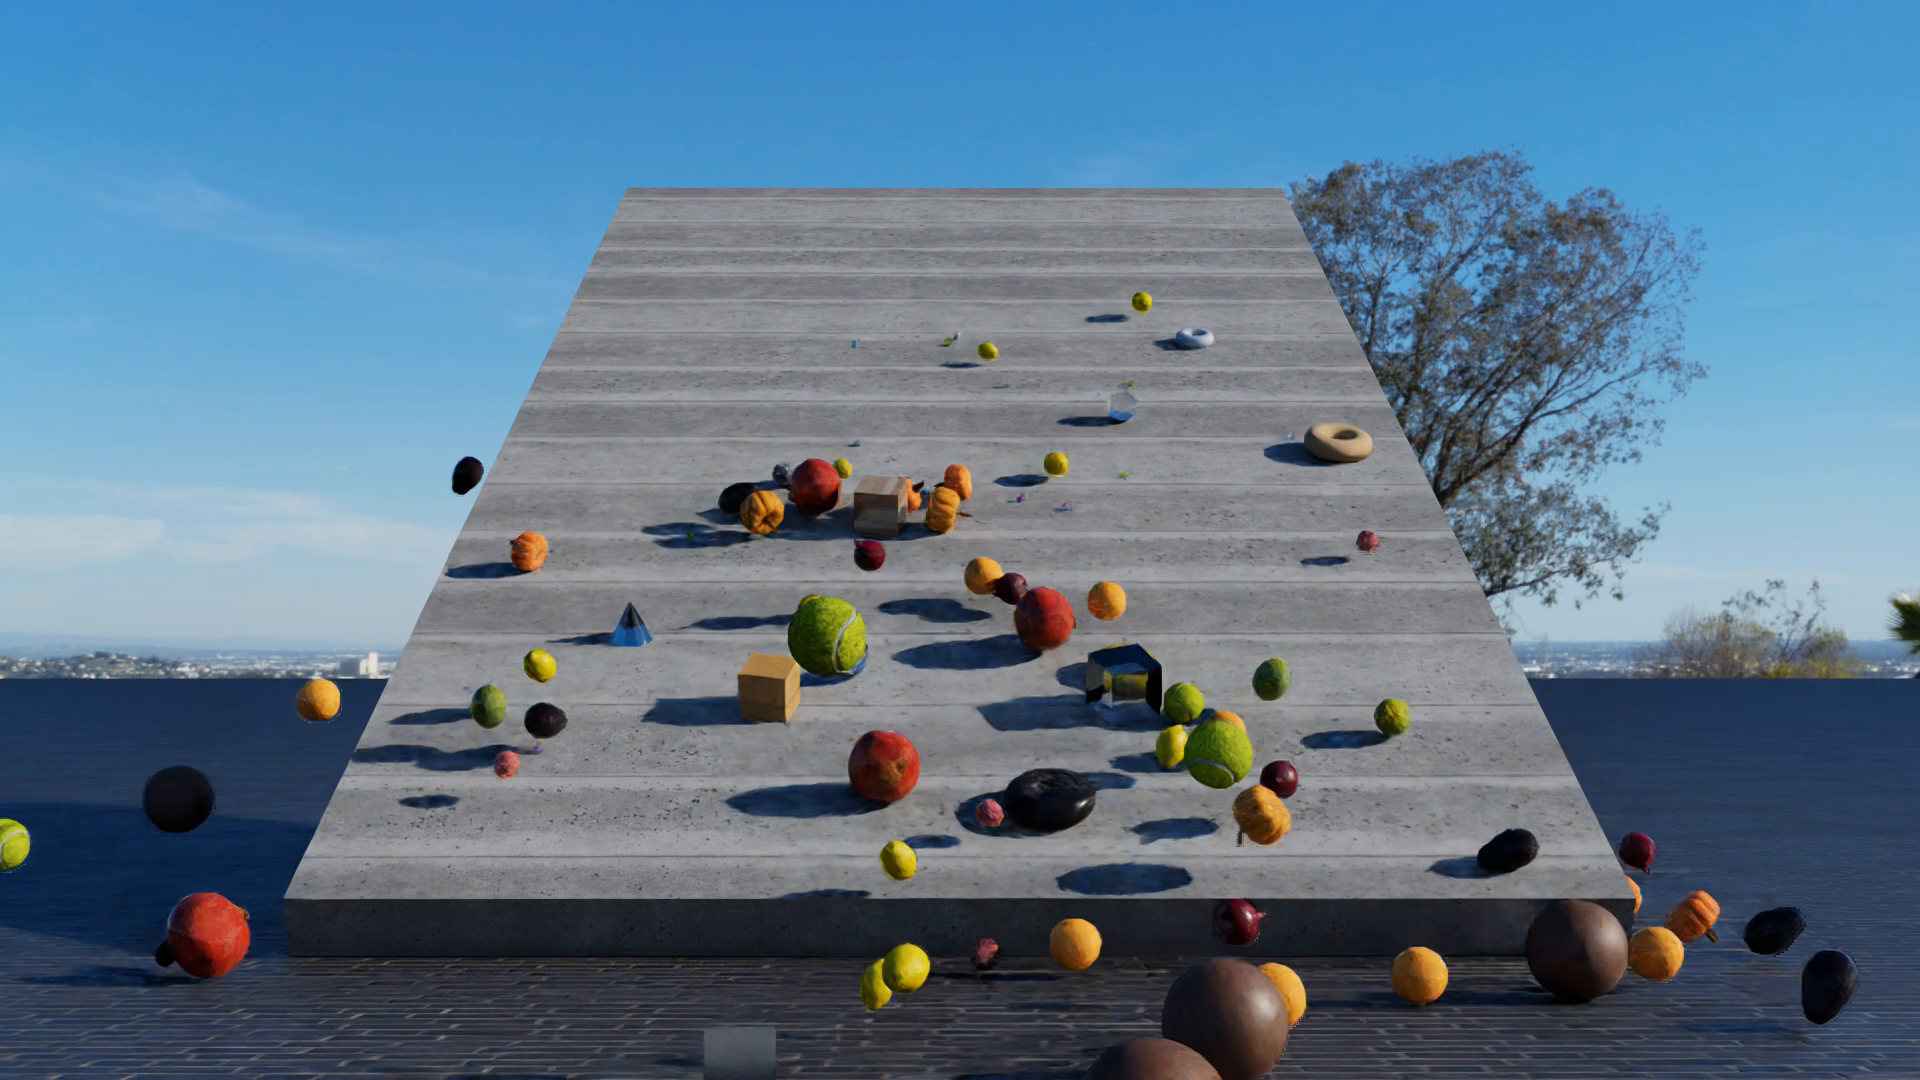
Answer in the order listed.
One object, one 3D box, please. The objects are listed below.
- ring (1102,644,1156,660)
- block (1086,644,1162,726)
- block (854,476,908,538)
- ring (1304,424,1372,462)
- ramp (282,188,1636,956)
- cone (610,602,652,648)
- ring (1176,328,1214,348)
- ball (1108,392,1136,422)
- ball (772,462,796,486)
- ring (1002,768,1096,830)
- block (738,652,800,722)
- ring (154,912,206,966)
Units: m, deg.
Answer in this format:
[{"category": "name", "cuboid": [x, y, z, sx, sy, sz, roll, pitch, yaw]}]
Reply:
[{"category": "ring", "cuboid": [0.289, 0.221, 4.086, 0.117, 0.039, 0.117, -1, 27, 1]}, {"category": "block", "cuboid": [0.280, 0.246, 3.959, 0.095, 0.095, 0.095, -10, 25, -21]}, {"category": "block", "cuboid": [-0.160, -0.068, 4.678, 0.091, 0.091, 0.091, 4, 24, 10]}, {"category": "ring", "cuboid": [0.825, -0.213, 5.066, 0.149, 0.050, 0.149, 3, 25, -2]}, {"category": "ramp", "cuboid": [-0.008, -0.227, 5.281, 2.000, 0.100, 4.000, 0, 24, 0]}, {"category": "cone", "cuboid": [-0.597, 0.144, 4.211, 0.076, 0.076, 0.076, 0, 24, 0]}, {"category": "ring", "cuboid": [0.580, -0.500, 5.742, 0.094, 0.031, 0.094, 0, 25, 0]}, {"category": "ball", "cuboid": [0.366, -0.301, 5.245, 0.066, 0.066, 0.066, 0, -3, 0]}, {"category": "ball", "cuboid": [-0.369, -0.139, 4.890, 0.050, 0.050, 0.050, 0, -3, 0]}, {"category": "ring", "cuboid": [0.140, 0.407, 3.650, 0.147, 0.049, 0.147, -2, 24, 1]}, {"category": "block", "cuboid": [-0.325, 0.251, 3.960, 0.082, 0.082, 0.082, 6, 24, 12]}, {"category": "ring", "cuboid": [-1.101, 0.564, 3.279, 0.029, 0.088, 0.088, 45, -15, -11]}]
